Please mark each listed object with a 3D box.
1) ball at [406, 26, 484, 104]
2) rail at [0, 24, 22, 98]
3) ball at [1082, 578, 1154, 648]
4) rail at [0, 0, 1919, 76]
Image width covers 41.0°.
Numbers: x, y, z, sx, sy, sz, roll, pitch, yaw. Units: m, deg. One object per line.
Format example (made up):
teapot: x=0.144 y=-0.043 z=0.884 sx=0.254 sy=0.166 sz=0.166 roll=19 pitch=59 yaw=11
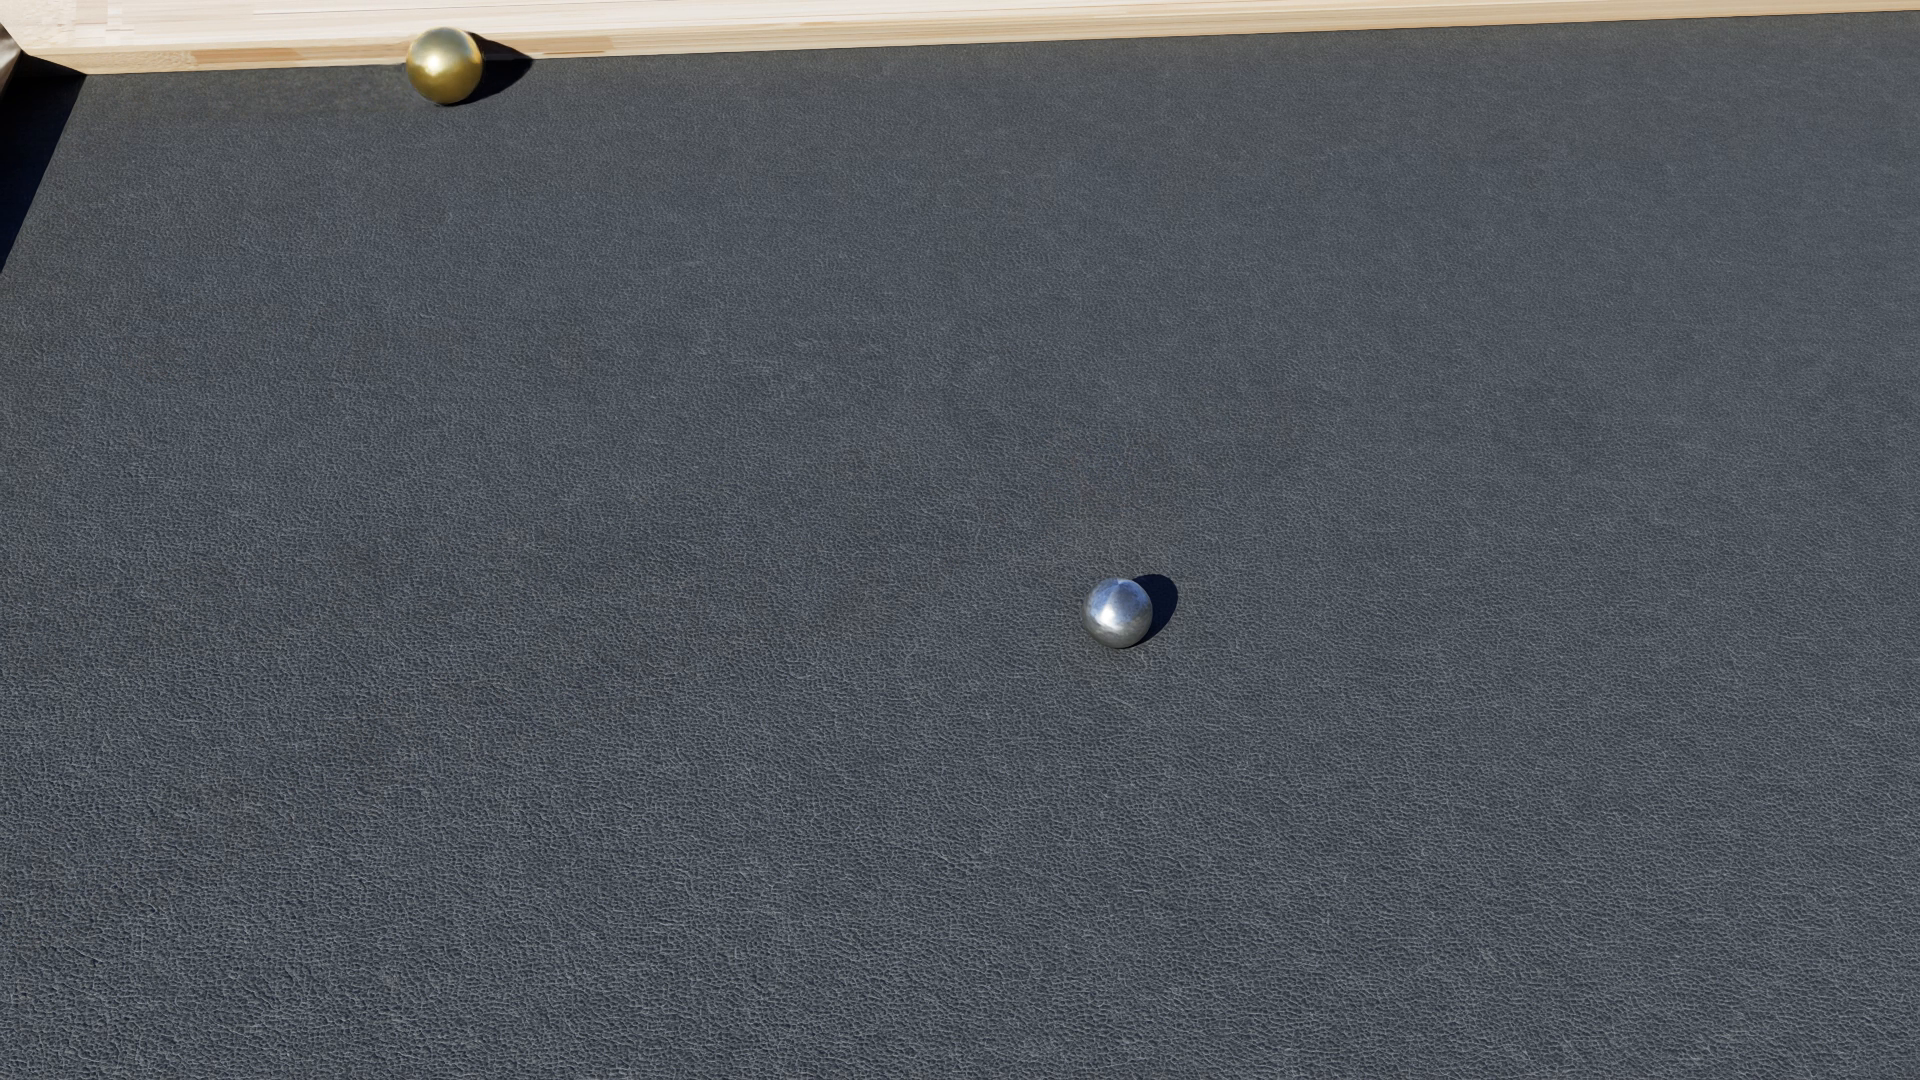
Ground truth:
ball: x=-0.443 y=-0.408 z=2.206 sx=0.066 sy=0.066 sz=0.066 roll=0 pitch=36 yaw=0
rail: x=-0.766 y=0.022 z=1.600 sx=0.045 sy=0.086 sz=1.585 roll=-3 pitch=36 yaw=-4
ball: x=0.098 y=0.045 z=1.605 sx=0.045 sy=0.045 sz=0.045 roll=0 pitch=36 yaw=0
rail: x=0.728 y=-0.505 z=2.320 sx=3.169 sy=0.086 sz=0.045 roll=-3 pitch=36 yaw=-4
